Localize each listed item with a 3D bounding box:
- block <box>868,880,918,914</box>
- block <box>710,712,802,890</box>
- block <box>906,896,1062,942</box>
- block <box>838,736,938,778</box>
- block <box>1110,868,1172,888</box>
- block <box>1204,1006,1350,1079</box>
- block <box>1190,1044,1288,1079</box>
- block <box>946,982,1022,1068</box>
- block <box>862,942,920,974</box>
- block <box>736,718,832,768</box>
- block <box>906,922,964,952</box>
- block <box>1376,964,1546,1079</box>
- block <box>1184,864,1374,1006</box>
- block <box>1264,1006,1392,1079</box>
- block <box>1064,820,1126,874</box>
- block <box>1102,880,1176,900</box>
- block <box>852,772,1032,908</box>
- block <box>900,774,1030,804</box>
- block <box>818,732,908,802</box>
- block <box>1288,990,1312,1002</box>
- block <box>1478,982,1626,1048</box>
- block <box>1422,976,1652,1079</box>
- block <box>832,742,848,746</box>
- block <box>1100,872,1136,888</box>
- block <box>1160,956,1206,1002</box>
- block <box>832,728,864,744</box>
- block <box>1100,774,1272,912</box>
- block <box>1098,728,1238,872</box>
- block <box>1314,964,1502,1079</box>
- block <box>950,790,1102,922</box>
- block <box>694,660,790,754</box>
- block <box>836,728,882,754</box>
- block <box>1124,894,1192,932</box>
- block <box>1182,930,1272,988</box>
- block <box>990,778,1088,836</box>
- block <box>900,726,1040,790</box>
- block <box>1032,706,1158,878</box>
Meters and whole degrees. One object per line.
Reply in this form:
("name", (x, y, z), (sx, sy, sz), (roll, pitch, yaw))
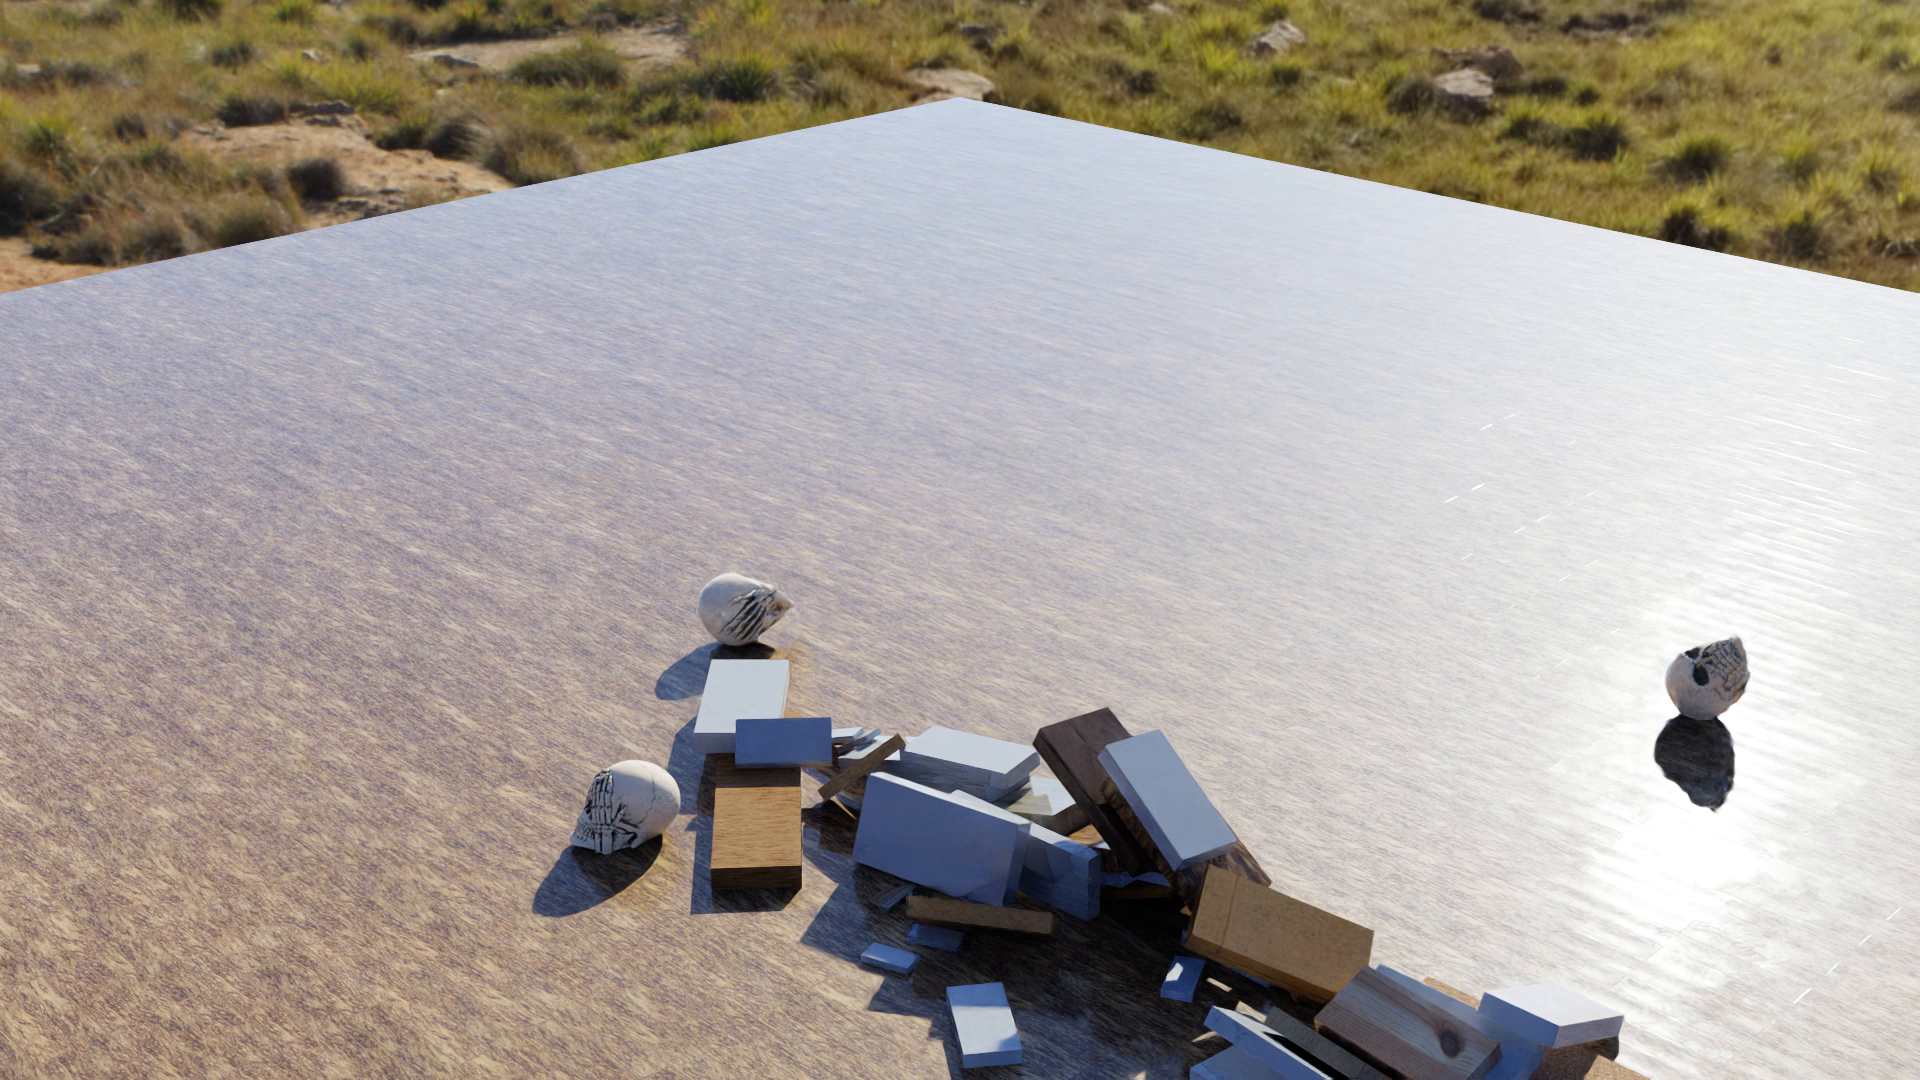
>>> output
("block", (-0.127, 0.674, 4.154), (0.047, 0.013, 0.095), (15, 27, 31))
("block", (-0.409, 0.520, 4.474), (0.172, 0.049, 0.633), (-2, 23, -4))
("block", (0.046, 0.688, 3.995), (0.263, 0.037, 0.131), (5, -15, 12))
("block", (-0.117, 0.449, 4.565), (0.253, 0.036, 0.126), (-2, 16, 40))
("block", (0.366, 0.606, 4.088), (0.084, 0.024, 0.168), (-21, 16, -38))
("block", (0.550, 0.859, 3.606), (0.305, 0.035, 0.122), (26, 1, 44))
("block", (0.502, 0.908, 3.576), (0.122, 0.035, 0.244), (-17, 28, -35))
("block", (0.040, 0.830, 3.769), (0.099, 0.028, 0.198), (-3, 23, -8))
("block", (-0.125, 0.755, 3.965), (0.094, 0.013, 0.047), (11, 25, 25))
("block", (-0.364, 0.419, 4.542), (0.198, 0.028, 0.099), (-1, 61, -3))
("block", (-0.045, 0.728, 4.028), (0.094, 0.013, 0.047), (8, 24, 19))
("block", (0.792, 0.836, 3.662), (0.316, 0.045, 0.158), (21, 52, 40))
("block", (0.560, 0.699, 3.849), (0.316, 0.045, 0.158), (22, 46, 0))
("block", (0.624, 0.852, 3.609), (0.244, 0.035, 0.122), (26, -9, 47))
("block", (0.244, 0.571, 4.215), (0.167, 0.047, 0.335), (-21, 12, -38))
("block", (0.355, 0.645, 4.118), (0.084, 0.024, 0.168), (-22, 5, -41))
("block", (-0.038, 0.573, 4.182), (0.344, 0.172, 0.049), (15, 6, 31))
("block", (0.006, 0.485, 4.445), (0.253, 0.036, 0.126), (-1, 16, 45))
("block", (-0.196, 0.459, 4.462), (0.199, 0.028, 0.099), (-35, -4, 0))
("block", (0.603, 0.738, 3.918), (0.099, 0.028, 0.197), (-2, 35, -21))
("block", (0.995, 0.796, 3.694), (0.139, 0.039, 0.277), (21, 7, 38))
("block", (1.026, 0.897, 3.597), (0.700, 0.039, 0.139), (21, 30, 40))
("block", (-0.273, 0.424, 4.710), (0.095, 0.014, 0.048), (-4, 17, 36))
("block", (0.275, 0.625, 4.198), (0.084, 0.024, 0.168), (-21, 15, -40))
("block", (0.397, 0.779, 3.905), (0.056, 0.016, 0.113), (7, 24, 17))
("block", (-0.256, 0.416, 4.668), (0.095, 0.014, 0.048), (-7, 15, 27))
("block", (0.410, 0.538, 4.007), (0.158, 0.045, 0.316), (-17, 57, -35))
("block", (0.376, 0.470, 3.998), (0.131, 0.037, 0.263), (-13, 55, -33))
("block", (0.738, 0.822, 3.632), (0.139, 0.039, 0.277), (-39, 42, -24))
("block", (0.116, 0.598, 4.184), (0.356, 0.131, 0.037), (19, 30, 38))
("block", (-0.466, 0.356, 4.736), (0.172, 0.049, 0.344), (0, 23, 0))
("block", (-0.216, 0.426, 4.674), (0.095, 0.014, 0.048), (-26, 3, 39))
("block", (0.413, 0.682, 4.067), (0.099, 0.028, 0.197), (-22, 19, -41))
("block", (0.509, 0.740, 3.982), (0.197, 0.028, 0.099), (21, 31, 40))
("block", (0.120, 0.523, 4.344), (0.335, 0.047, 0.167), (-1, 16, 46))
("block", (0.019, 0.434, 4.400), (0.253, 0.036, 0.126), (9, 23, 32))
("block", (0.299, 0.467, 4.110), (0.167, 0.047, 0.335), (-14, 51, -34))
